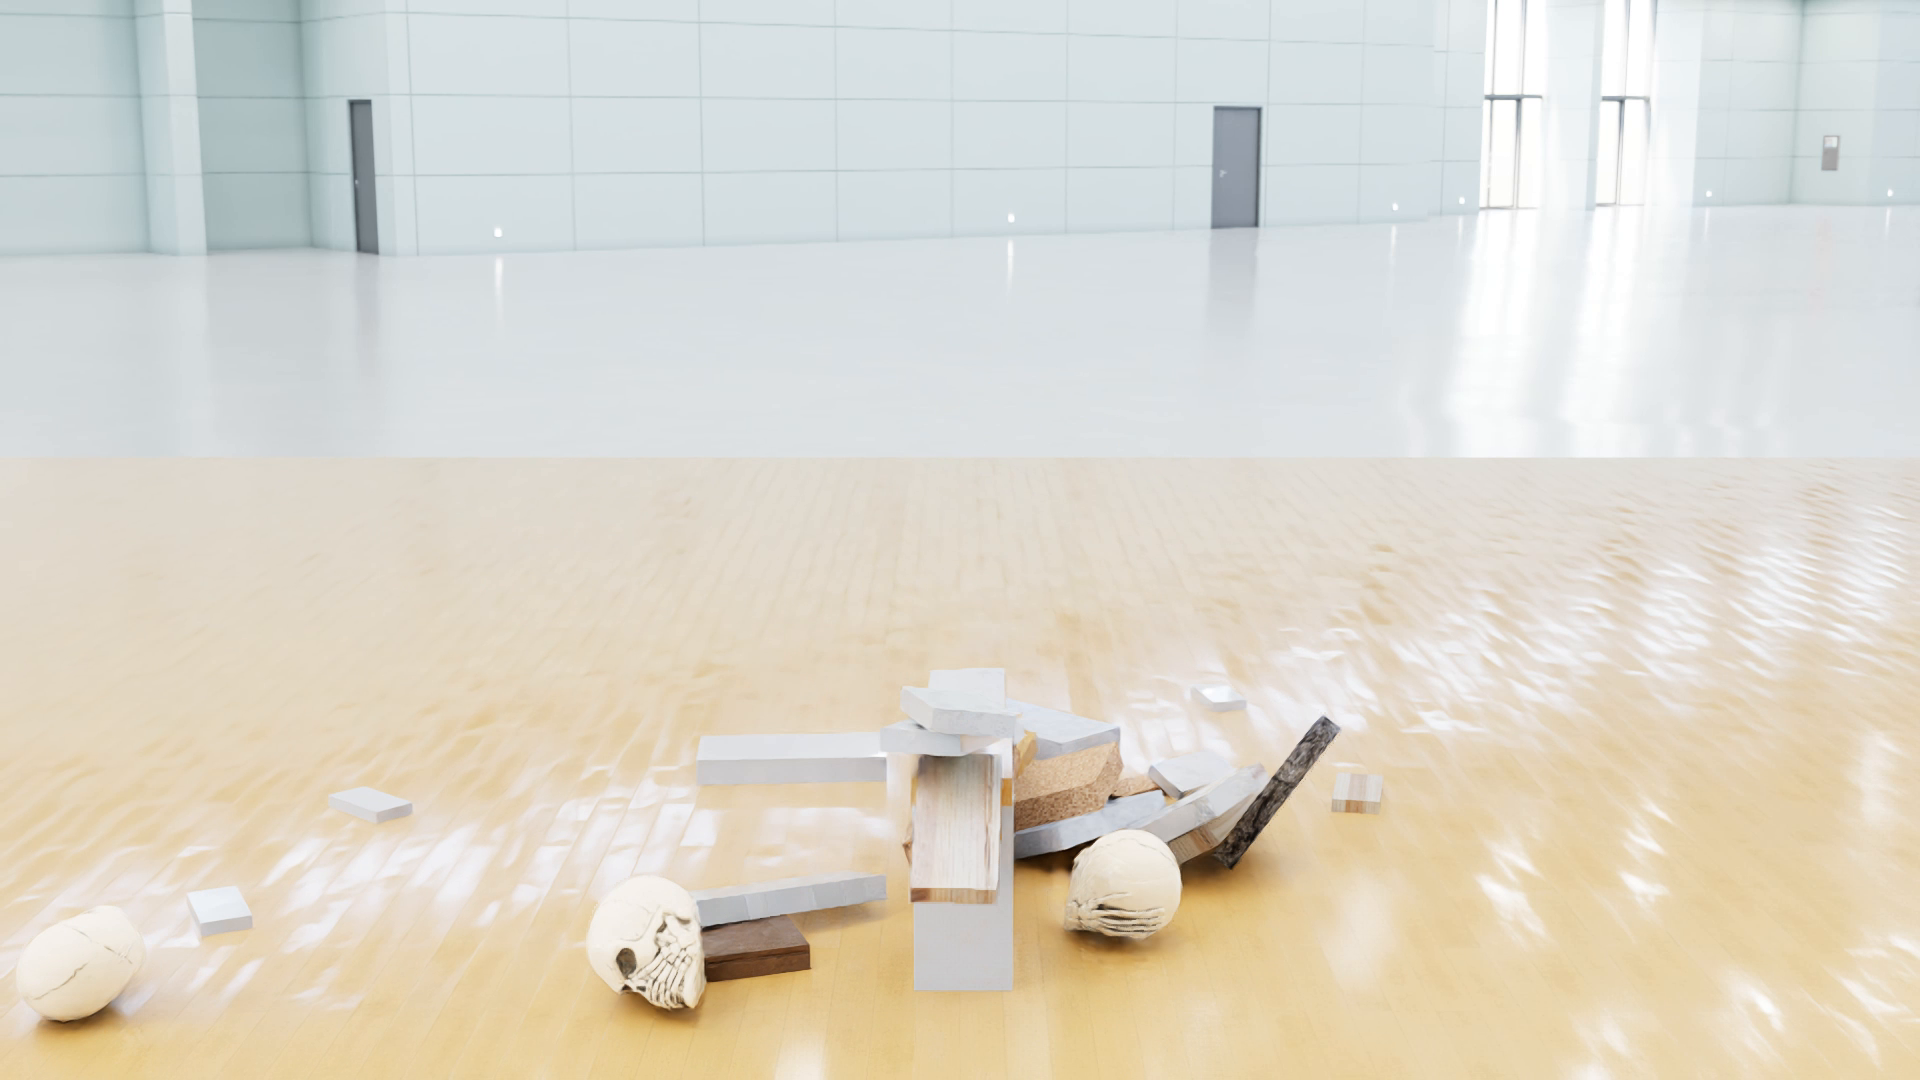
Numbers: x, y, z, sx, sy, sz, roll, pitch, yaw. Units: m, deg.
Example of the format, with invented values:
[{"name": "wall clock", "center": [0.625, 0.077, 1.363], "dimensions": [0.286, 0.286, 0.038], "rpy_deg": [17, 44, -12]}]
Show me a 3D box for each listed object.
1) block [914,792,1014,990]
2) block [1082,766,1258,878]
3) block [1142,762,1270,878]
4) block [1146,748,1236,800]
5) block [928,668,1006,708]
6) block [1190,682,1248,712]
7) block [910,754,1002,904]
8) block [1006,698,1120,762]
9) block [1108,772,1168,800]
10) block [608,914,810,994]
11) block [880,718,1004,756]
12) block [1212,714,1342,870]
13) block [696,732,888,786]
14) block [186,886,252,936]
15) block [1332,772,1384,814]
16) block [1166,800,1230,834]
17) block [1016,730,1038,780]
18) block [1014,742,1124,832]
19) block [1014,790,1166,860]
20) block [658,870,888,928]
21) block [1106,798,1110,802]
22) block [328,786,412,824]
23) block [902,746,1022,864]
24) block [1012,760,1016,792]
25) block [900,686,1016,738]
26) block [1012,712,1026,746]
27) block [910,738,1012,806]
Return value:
[{"name": "block", "center": [0.005, 0.520, 3.247], "dimensions": [0.146, 0.292, 0.041], "rpy_deg": [0, 11, 0]}, {"name": "block", "center": [0.355, 0.477, 3.716], "dimensions": [0.289, 0.041, 0.144], "rpy_deg": [-34, -6, 38]}, {"name": "block", "center": [0.432, 0.485, 3.832], "dimensions": [0.144, 0.041, 0.289], "rpy_deg": [-34, 0, 30]}, {"name": "block", "center": [0.452, 0.453, 4.244], "dimensions": [0.175, 0.025, 0.088], "rpy_deg": [-9, 38, -42]}, {"name": "block", "center": [0.011, 0.345, 4.171], "dimensions": [0.146, 0.041, 0.292], "rpy_deg": [-3, 31, 4]}, {"name": "block", "center": [0.576, 0.350, 4.900], "dimensions": [0.078, 0.022, 0.157], "rpy_deg": [-2, 11, -12]}, {"name": "block", "center": [-0.004, 0.402, 3.083], "dimensions": [0.118, 0.034, 0.237], "rpy_deg": [1, 45, 2]}, {"name": "block", "center": [0.142, 0.396, 4.577], "dimensions": [0.177, 0.050, 0.354], "rpy_deg": [-10, 15, -44]}, {"name": "block", "center": [0.360, 0.474, 4.231], "dimensions": [0.231, 0.022, 0.078], "rpy_deg": [-10, 14, -43]}, {"name": "block", "center": [-0.384, 0.628, 3.352], "dimensions": [0.283, 0.040, 0.141], "rpy_deg": [-4, 11, -19]}, {"name": "block", "center": [-0.024, 0.282, 3.203], "dimensions": [0.118, 0.034, 0.237], "rpy_deg": [2, 1, 16]}, {"name": "block", "center": [0.546, 0.432, 3.783], "dimensions": [0.040, 0.283, 0.141], "rpy_deg": [38, 14, 11]}, {"name": "block", "center": [-0.333, 0.434, 4.373], "dimensions": [0.370, 0.050, 0.177], "rpy_deg": [-1, 11, -4]}, {"name": "block", "center": [-1.199, 0.599, 3.558], "dimensions": [0.079, 0.022, 0.157], "rpy_deg": [-5, 12, -26]}, {"name": "block", "center": [0.757, 0.482, 4.184], "dimensions": [0.088, 0.025, 0.175], "rpy_deg": [2, 11, 13]}, {"name": "block", "center": [0.439, 0.512, 4.023], "dimensions": [0.088, 0.025, 0.175], "rpy_deg": [-4, 11, -22]}, {"name": "block", "center": [0.042, 0.442, 4.230], "dimensions": [0.146, 0.041, 0.292], "rpy_deg": [3, 20, 16]}, {"name": "block", "center": [0.190, 0.450, 4.024], "dimensions": [0.177, 0.050, 0.354], "rpy_deg": [-15, 3, 12]}, {"name": "block", "center": [0.220, 0.504, 3.888], "dimensions": [0.144, 0.041, 0.289], "rpy_deg": [-19, -5, 43]}, {"name": "block", "center": [-0.298, 0.572, 3.521], "dimensions": [0.335, 0.040, 0.141], "rpy_deg": [-3, -3, -31]}, {"name": "block", "center": [0.235, 0.495, 4.121], "dimensions": [0.078, 0.022, 0.157], "rpy_deg": [-5, 12, -27]}, {"name": "block", "center": [-1.104, 0.495, 4.117], "dimensions": [0.158, 0.022, 0.079], "rpy_deg": [9, 14, 41]}, {"name": "block", "center": [0.006, 0.460, 3.880], "dimensions": [0.153, 0.043, 0.307], "rpy_deg": [-13, 21, 17]}, {"name": "block", "center": [0.010, 0.481, 3.695], "dimensions": [0.153, 0.043, 0.307], "rpy_deg": [-9, 37, 9]}, {"name": "block", "center": [-0.006, 0.247, 3.165], "dimensions": [0.118, 0.034, 0.237], "rpy_deg": [6, 2, -13]}, {"name": "block", "center": [0.029, 0.348, 3.909], "dimensions": [0.153, 0.043, 0.307], "rpy_deg": [-10, -3, 5]}, {"name": "block", "center": [0.005, 0.337, 3.317], "dimensions": [0.146, 0.041, 0.292], "rpy_deg": [0, 10, 1]}]
